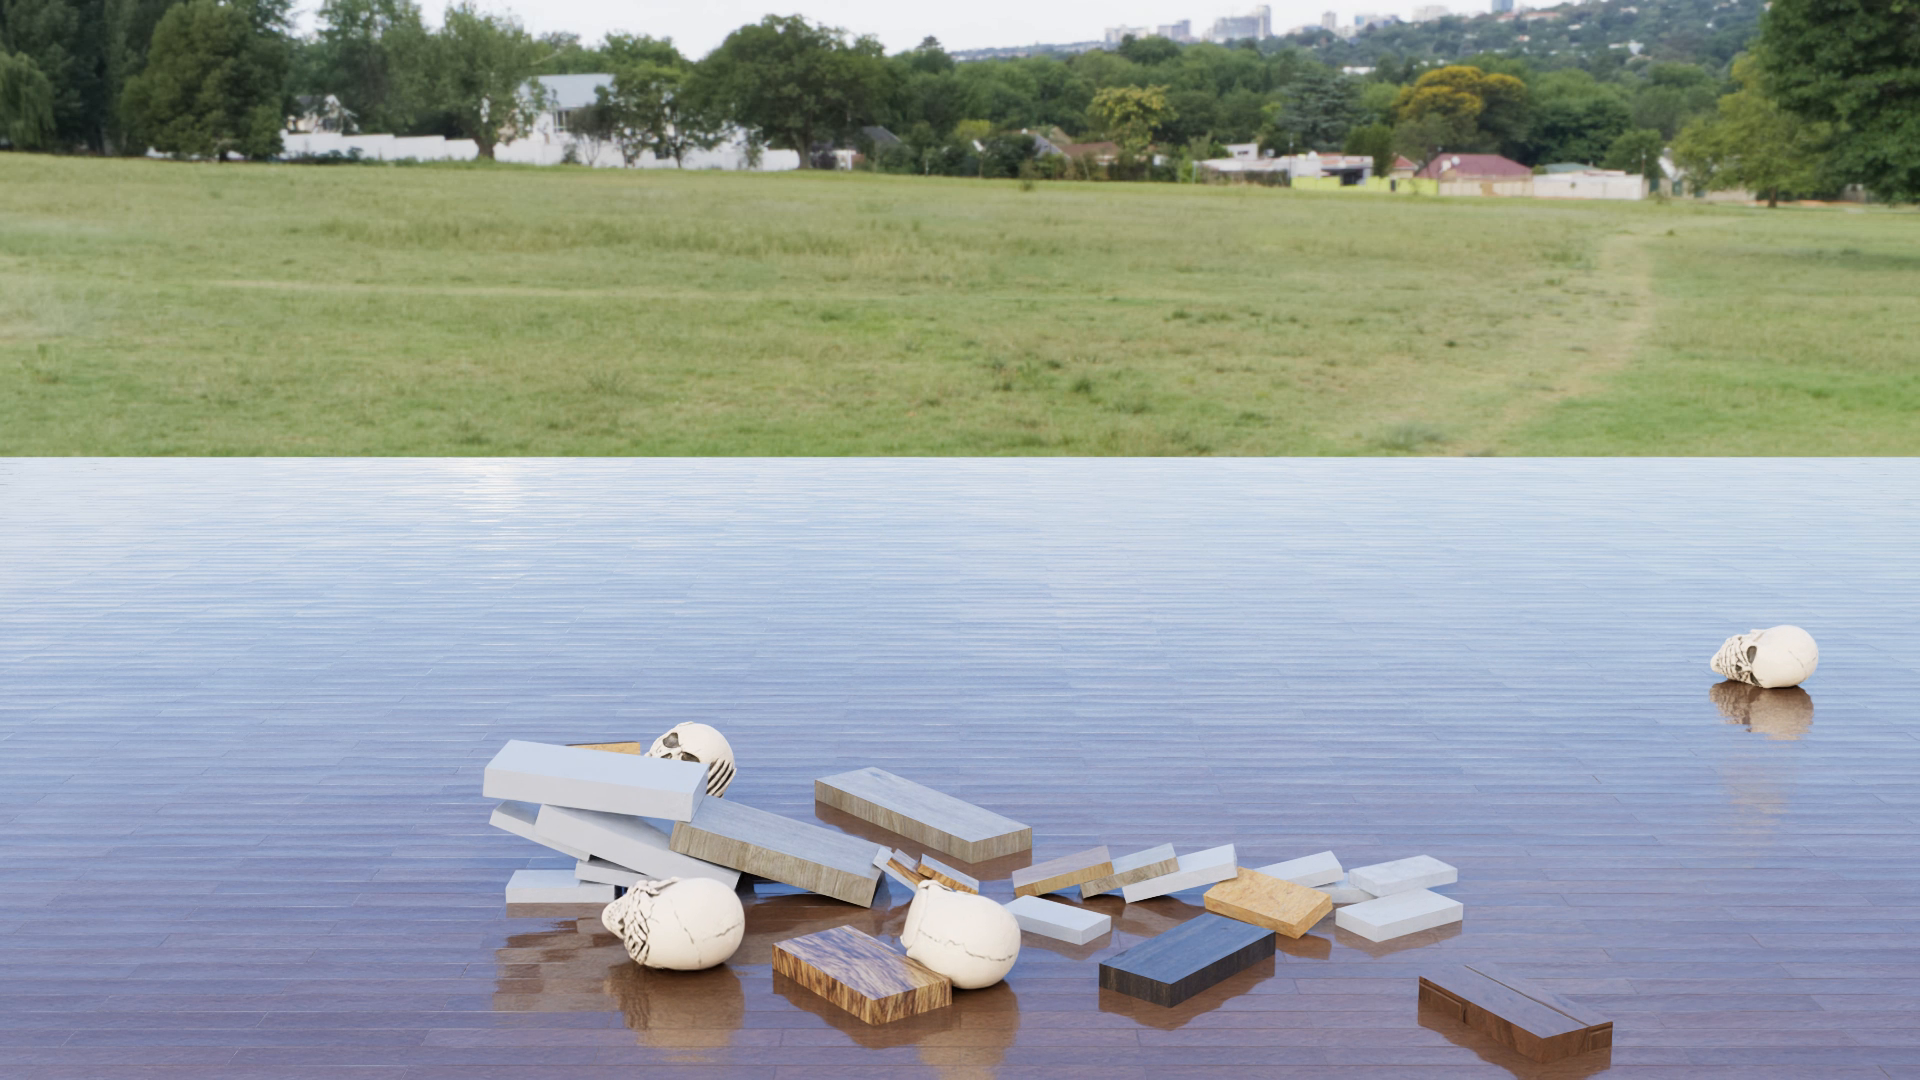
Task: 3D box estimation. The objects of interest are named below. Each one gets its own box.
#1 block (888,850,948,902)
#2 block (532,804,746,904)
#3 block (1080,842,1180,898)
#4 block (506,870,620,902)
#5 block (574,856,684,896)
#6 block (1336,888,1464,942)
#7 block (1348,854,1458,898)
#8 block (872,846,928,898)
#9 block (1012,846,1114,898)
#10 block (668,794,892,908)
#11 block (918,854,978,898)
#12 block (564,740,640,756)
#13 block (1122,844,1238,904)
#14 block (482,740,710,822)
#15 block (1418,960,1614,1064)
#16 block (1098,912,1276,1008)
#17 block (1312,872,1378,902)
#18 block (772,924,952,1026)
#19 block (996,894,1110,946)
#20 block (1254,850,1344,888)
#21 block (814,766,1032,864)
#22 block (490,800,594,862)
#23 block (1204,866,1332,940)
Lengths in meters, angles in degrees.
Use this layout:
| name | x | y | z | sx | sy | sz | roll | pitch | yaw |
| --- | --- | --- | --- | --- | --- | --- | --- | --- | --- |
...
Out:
| name | x | y | z | sx | sy | sz | roll | pitch | yaw |
| --- | --- | --- | --- | --- | --- | --- | --- | --- | --- |
| block | -0.069 | 0.556 | 3.651 | 0.106 | 0.015 | 0.053 | 35 | 12 | 4 |
| block | -0.526 | 0.502 | 3.694 | 0.346 | 0.049 | 0.173 | 20 | 11 | 1 |
| block | 0.280 | 0.550 | 3.665 | 0.166 | 0.023 | 0.083 | -17 | 8 | 2 |
| block | -0.660 | 0.577 | 3.668 | 0.178 | 0.025 | 0.089 | 0 | 11 | 0 |
| block | -0.548 | 0.554 | 3.678 | 0.178 | 0.025 | 0.089 | 10 | 10 | -3 |
| block | 0.706 | 0.601 | 3.534 | 0.188 | 0.027 | 0.094 | -7 | 12 | -32 |
| block | 0.736 | 0.558 | 3.653 | 0.163 | 0.023 | 0.081 | -6 | 12 | -28 |
| block | -0.096 | 0.553 | 3.667 | 0.106 | 0.015 | 0.053 | 35 | 12 | -2 |
| block | 0.171 | 0.555 | 3.669 | 0.166 | 0.023 | 0.083 | -16 | 10 | 2 |
| block | -0.298 | 0.517 | 3.686 | 0.346 | 0.049 | 0.173 | 16 | 11 | 3 |
| block | -0.020 | 0.560 | 3.662 | 0.106 | 0.015 | 0.053 | 27 | 10 | -4 |
| block | -0.701 | 0.418 | 4.302 | 0.137 | 0.039 | 0.275 | -2 | -4 | -11 |
| block | 0.366 | 0.553 | 3.652 | 0.188 | 0.027 | 0.094 | -15 | 8 | 9 |
| block | -0.608 | 0.403 | 3.699 | 0.346 | 0.049 | 0.173 | 7 | 11 | 1 |
| block | 0.789 | 0.670 | 3.137 | 0.129 | 0.036 | 0.257 | -6 | 12 | -28 |
| block | 0.347 | 0.634 | 3.333 | 0.129 | 0.036 | 0.283 | 9 | 14 | 39 |
| block | 0.655 | 0.579 | 3.664 | 0.163 | 0.023 | 0.081 | 0 | 11 | -1 |
| block | -0.149 | 0.644 | 3.270 | 0.137 | 0.039 | 0.275 | -8 | 13 | -35 |
| block | 0.149 | 0.607 | 3.515 | 0.166 | 0.023 | 0.083 | 8 | 13 | 37 |
| block | 0.550 | 0.560 | 3.665 | 0.163 | 0.023 | 0.081 | -14 | 11 | 0 |
| block | -0.074 | 0.501 | 4.042 | 0.137 | 0.039 | 0.480 | -8 | 13 | -37 |
| block | -0.690 | 0.485 | 3.694 | 0.178 | 0.025 | 0.089 | 20 | 11 | 5 |
| block | 0.496 | 0.584 | 3.552 | 0.094 | 0.027 | 0.188 | -31 | 28 | -36 |
